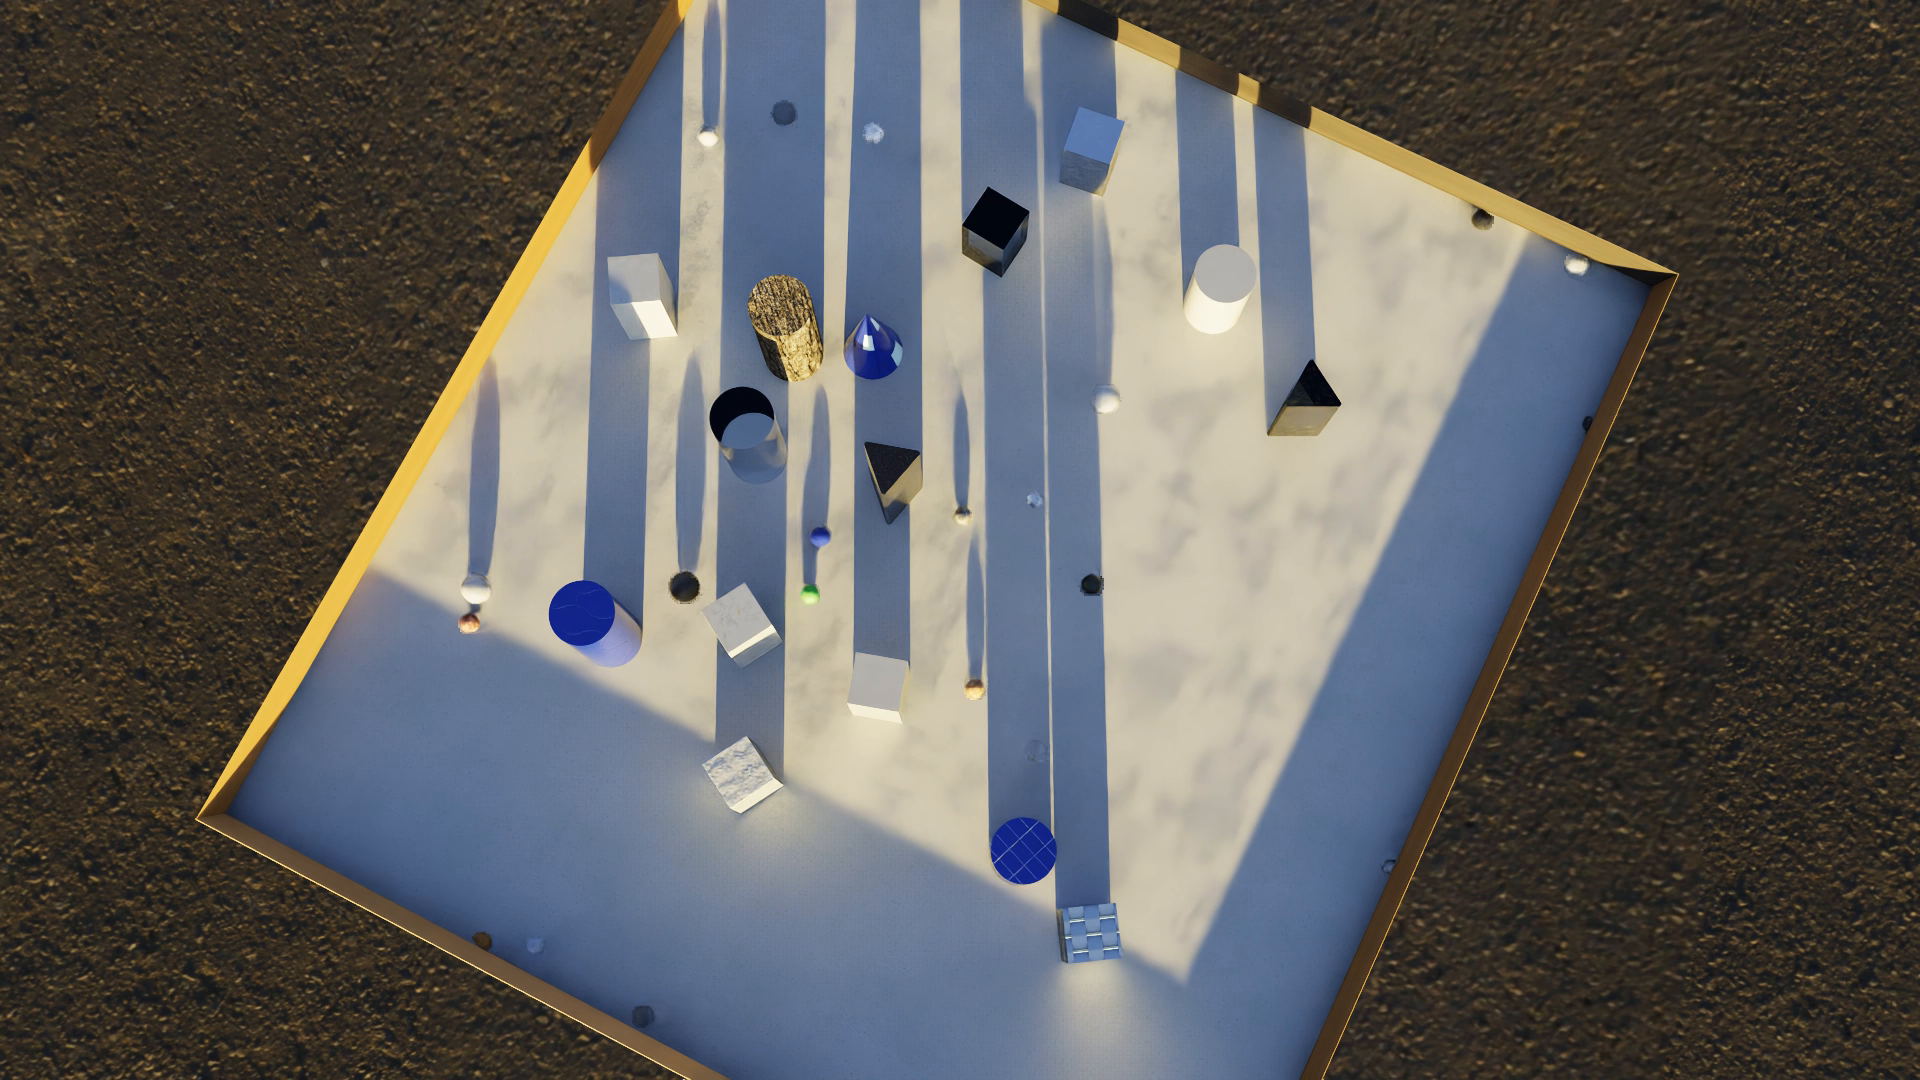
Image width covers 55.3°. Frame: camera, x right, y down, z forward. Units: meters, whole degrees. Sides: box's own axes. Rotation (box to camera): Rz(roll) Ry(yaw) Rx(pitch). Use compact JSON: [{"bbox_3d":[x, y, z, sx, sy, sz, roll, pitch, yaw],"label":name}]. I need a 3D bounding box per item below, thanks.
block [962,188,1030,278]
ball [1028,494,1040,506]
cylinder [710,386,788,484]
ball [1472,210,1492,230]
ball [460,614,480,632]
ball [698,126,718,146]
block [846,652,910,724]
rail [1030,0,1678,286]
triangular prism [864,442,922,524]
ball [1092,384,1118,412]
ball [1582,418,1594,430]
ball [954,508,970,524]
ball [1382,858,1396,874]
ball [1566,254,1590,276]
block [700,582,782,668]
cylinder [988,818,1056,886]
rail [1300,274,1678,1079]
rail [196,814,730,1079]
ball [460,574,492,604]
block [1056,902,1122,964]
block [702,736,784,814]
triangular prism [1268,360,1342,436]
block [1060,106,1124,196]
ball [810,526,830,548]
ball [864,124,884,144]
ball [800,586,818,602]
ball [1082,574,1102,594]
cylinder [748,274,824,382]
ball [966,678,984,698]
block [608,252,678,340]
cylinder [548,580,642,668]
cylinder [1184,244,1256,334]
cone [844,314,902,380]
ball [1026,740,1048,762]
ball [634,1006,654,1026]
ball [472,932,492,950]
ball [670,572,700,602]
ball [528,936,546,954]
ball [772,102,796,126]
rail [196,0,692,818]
[{"bbox_3d":[0.109,-0.954,5.690,0.149,0.243,0.149,32,80,6],"label":"block"},{"bbox_3d":[0.227,-0.123,5.620,0.042,0.042,0.042,0,78,0],"label":"ball"},{"bbox_3d":[-0.625,-0.306,5.459,0.186,0.433,0.186,0,78,0],"label":"cylinder"},{"bbox_3d":[1.649,-1.013,5.795,0.061,0.061,0.061,0,78,0],"label":"ball"},{"bbox_3d":[-1.481,0.252,5.536,0.056,0.056,0.056,0,78,0],"label":"ball"},{"bbox_3d":[-0.803,-1.289,5.850,0.064,0.064,0.064,0,78,0],"label":"ball"},{"bbox_3d":[-0.235,0.435,5.371,0.149,0.304,0.149,10,78,2],"label":"block"},{"bbox_3d":[0.768,-1.498,5.863,3.230,0.121,0.045,26,80,5],"label":"rail"},{"bbox_3d":[-0.220,-0.194,5.445,0.140,0.413,0.161,40,81,8],"label":"triangular prism"},{"bbox_3d":[0.448,-0.436,5.663,0.086,0.086,0.086,0,78,0],"label":"ball"},{"bbox_3d":[1.946,-0.358,5.669,0.042,0.042,0.042,0,78,0],"label":"ball"},{"bbox_3d":[0.008,-0.074,5.606,0.050,0.050,0.050,0,78,0],"label":"ball"},{"bbox_3d":[1.267,0.962,5.394,0.046,0.046,0.046,0,78,0],"label":"ball"},{"bbox_3d":[1.941,-0.864,5.759,0.070,0.070,0.070,0,78,0],"label":"ball"},{"bbox_3d":[-0.639,0.255,5.398,0.149,0.324,0.149,-33,80,-6],"label":"block"},{"bbox_3d":[0.179,0.901,5.281,0.186,0.291,0.186,0,78,0],"label":"cylinder"},{"bbox_3d":[1.423,0.703,5.408,0.045,0.121,3.482,26,80,5],"label":"rail"},{"bbox_3d":[-0.768,1.511,5.241,3.230,0.121,0.045,26,80,5],"label":"rail"},{"bbox_3d":[-1.463,0.146,5.540,0.091,0.091,0.091,0,78,0],"label":"ball"},{"bbox_3d":[0.363,1.115,5.203,0.149,0.357,0.149,-6,78,-1],"label":"block"},{"bbox_3d":[-0.630,0.685,5.337,0.149,0.269,0.149,-33,80,-7],"label":"block"},{"bbox_3d":[1.033,-0.428,5.534,0.161,0.336,0.140,0,78,0],"label":"triangular prism"},{"bbox_3d":[0.411,-1.213,5.735,0.149,0.258,0.149,19,79,4],"label":"block"},{"bbox_3d":[-0.427,-0.010,5.587,0.062,0.062,0.062,0,78,0],"label":"ball"},{"bbox_3d":[-0.275,-1.296,5.853,0.061,0.061,0.061,0,78,0],"label":"ball"},{"bbox_3d":[-0.456,0.164,5.555,0.054,0.054,0.054,0,78,0],"label":"ball"},{"bbox_3d":[0.399,0.135,5.558,0.061,0.061,0.061,0,78,0],"label":"ball"},{"bbox_3d":[-0.520,-0.631,5.513,0.186,0.458,0.186,0,78,0],"label":"cylinder"},{"bbox_3d":[0.046,0.445,5.495,0.057,0.057,0.057,0,78,0],"label":"ball"},{"bbox_3d":[-0.967,-0.741,5.598,0.149,0.336,0.149,-5,78,-1],"label":"block"},{"bbox_3d":[-1.055,0.249,5.333,0.186,0.453,0.186,0,78,0],"label":"cylinder"},{"bbox_3d":[0.795,-0.768,5.626,0.186,0.291,0.186,0,78,0],"label":"cylinder"},{"bbox_3d":[-0.272,-0.629,5.560,0.186,0.365,0.186,0,78,0],"label":"cone"},{"bbox_3d":[0.227,0.629,5.452,0.067,0.067,0.067,0,78,0],"label":"ball"},{"bbox_3d":[-0.914,1.377,5.301,0.060,0.060,0.060,0,78,0],"label":"ball"},{"bbox_3d":[-1.392,1.173,5.345,0.056,0.056,0.056,0,78,0],"label":"ball"},{"bbox_3d":[-0.830,0.142,5.539,0.093,0.093,0.093,0,78,0],"label":"ball"},{"bbox_3d":[-1.236,1.182,5.345,0.052,0.052,0.052,0,78,0],"label":"ball"},{"bbox_3d":[-0.562,-1.360,5.859,0.075,0.075,0.075,0,78,0],"label":"ball"},{"bbox_3d":[-1.423,-0.690,5.696,0.045,0.121,3.482,26,80,5],"label":"rail"}]
